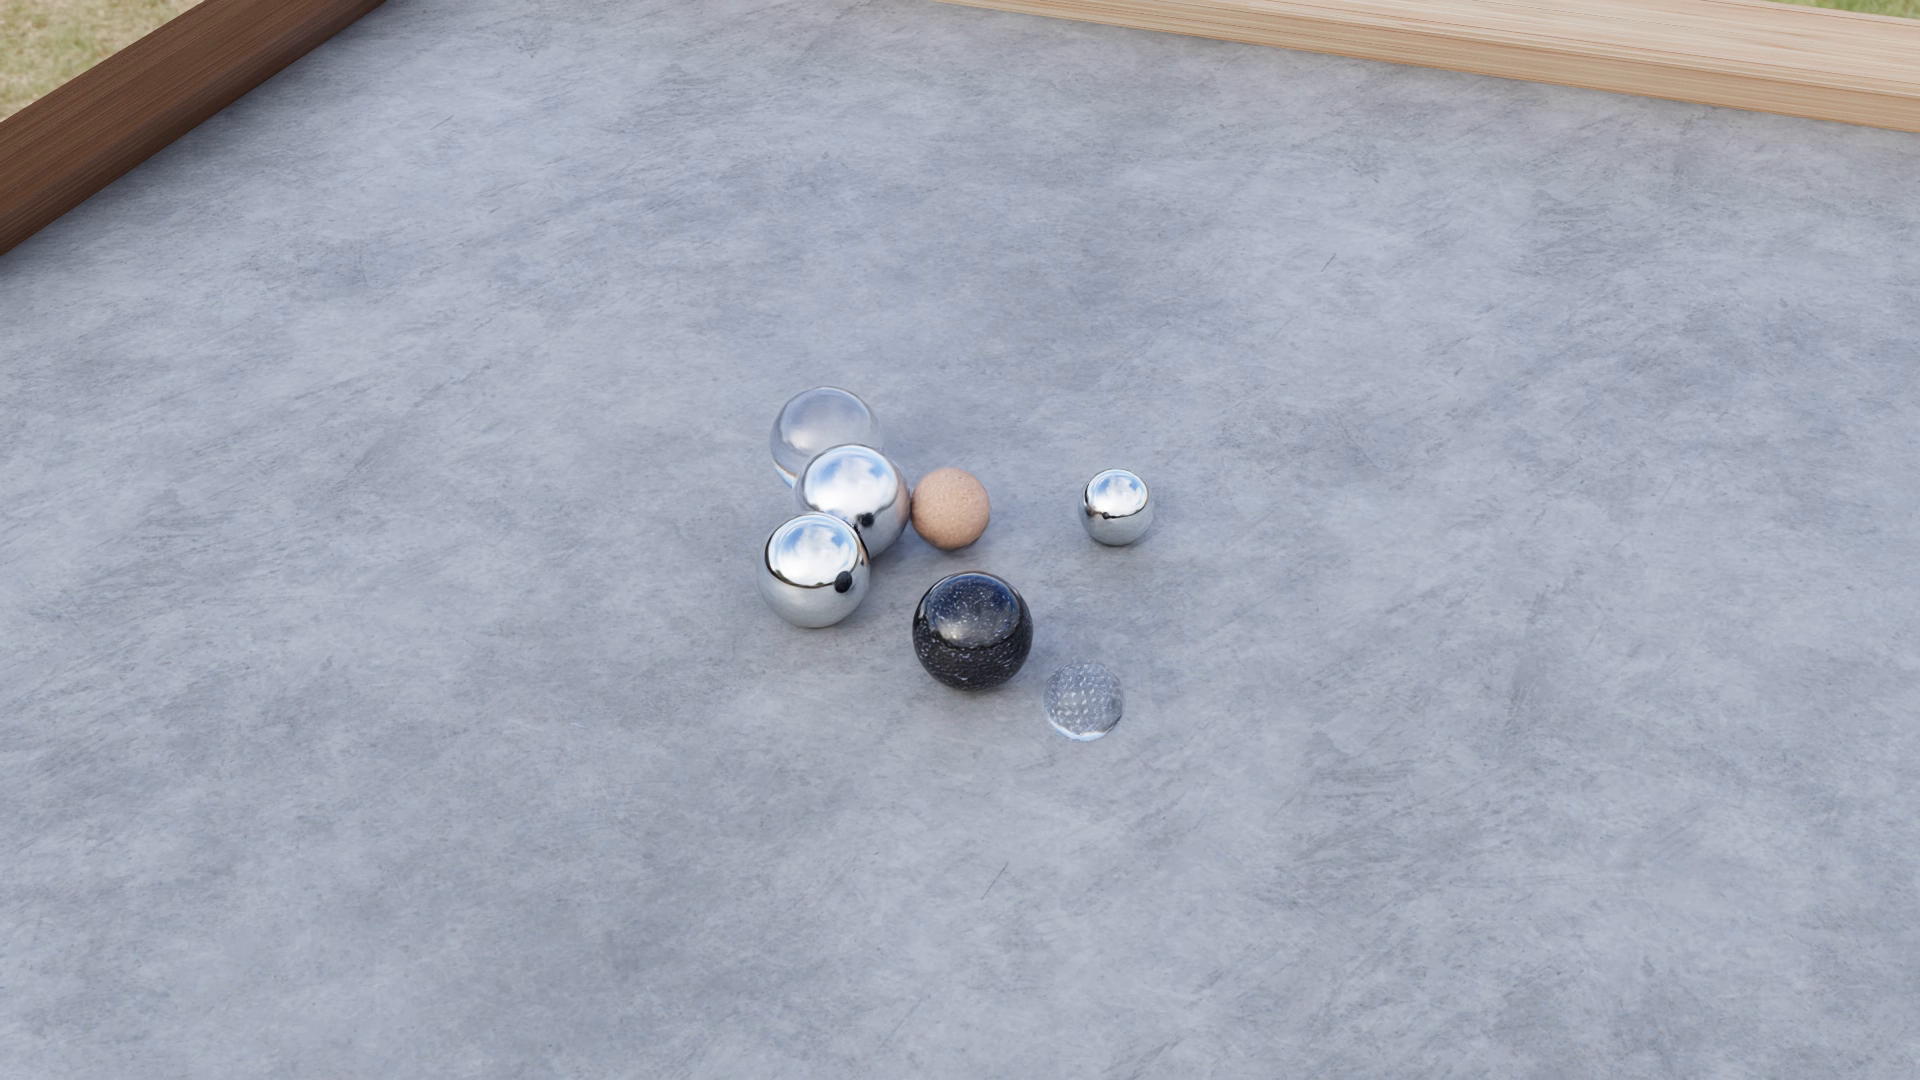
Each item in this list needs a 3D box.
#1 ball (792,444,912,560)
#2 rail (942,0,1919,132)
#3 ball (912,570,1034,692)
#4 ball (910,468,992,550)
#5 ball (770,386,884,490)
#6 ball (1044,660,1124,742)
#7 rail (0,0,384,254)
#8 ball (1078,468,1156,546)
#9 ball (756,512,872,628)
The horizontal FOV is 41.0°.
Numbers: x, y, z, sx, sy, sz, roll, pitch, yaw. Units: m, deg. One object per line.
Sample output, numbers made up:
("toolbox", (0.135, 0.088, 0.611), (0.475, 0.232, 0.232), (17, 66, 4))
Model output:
("ball", (-0.088, -0.030, 2.080), (0.096, 0.096, 0.096), (0, 33, 0))
("rail", (1.439, -0.411, 2.643), (4.416, 0.125, 0.045), (11, 34, 17))
("ball", (0.010, 0.069, 1.931), (0.092, 0.092, 0.092), (0, 33, 0))
("ball", (-0.008, -0.025, 2.100), (0.067, 0.067, 0.067), (0, 33, 0))
("ball", (-0.112, -0.081, 2.159), (0.097, 0.097, 0.097), (0, 33, 0))
("ball", (0.091, 0.118, 1.885), (0.060, 0.060, 0.060), (0, 33, 0))
("rail", (-1.015, -0.219, 2.344), (0.045, 0.125, 2.396), (11, 34, 17))
("ball", (0.128, -0.027, 2.106), (0.064, 0.064, 0.064), (0, 33, 0))
("ball", (-0.115, 0.023, 2.003), (0.090, 0.090, 0.090), (0, 33, 0))
